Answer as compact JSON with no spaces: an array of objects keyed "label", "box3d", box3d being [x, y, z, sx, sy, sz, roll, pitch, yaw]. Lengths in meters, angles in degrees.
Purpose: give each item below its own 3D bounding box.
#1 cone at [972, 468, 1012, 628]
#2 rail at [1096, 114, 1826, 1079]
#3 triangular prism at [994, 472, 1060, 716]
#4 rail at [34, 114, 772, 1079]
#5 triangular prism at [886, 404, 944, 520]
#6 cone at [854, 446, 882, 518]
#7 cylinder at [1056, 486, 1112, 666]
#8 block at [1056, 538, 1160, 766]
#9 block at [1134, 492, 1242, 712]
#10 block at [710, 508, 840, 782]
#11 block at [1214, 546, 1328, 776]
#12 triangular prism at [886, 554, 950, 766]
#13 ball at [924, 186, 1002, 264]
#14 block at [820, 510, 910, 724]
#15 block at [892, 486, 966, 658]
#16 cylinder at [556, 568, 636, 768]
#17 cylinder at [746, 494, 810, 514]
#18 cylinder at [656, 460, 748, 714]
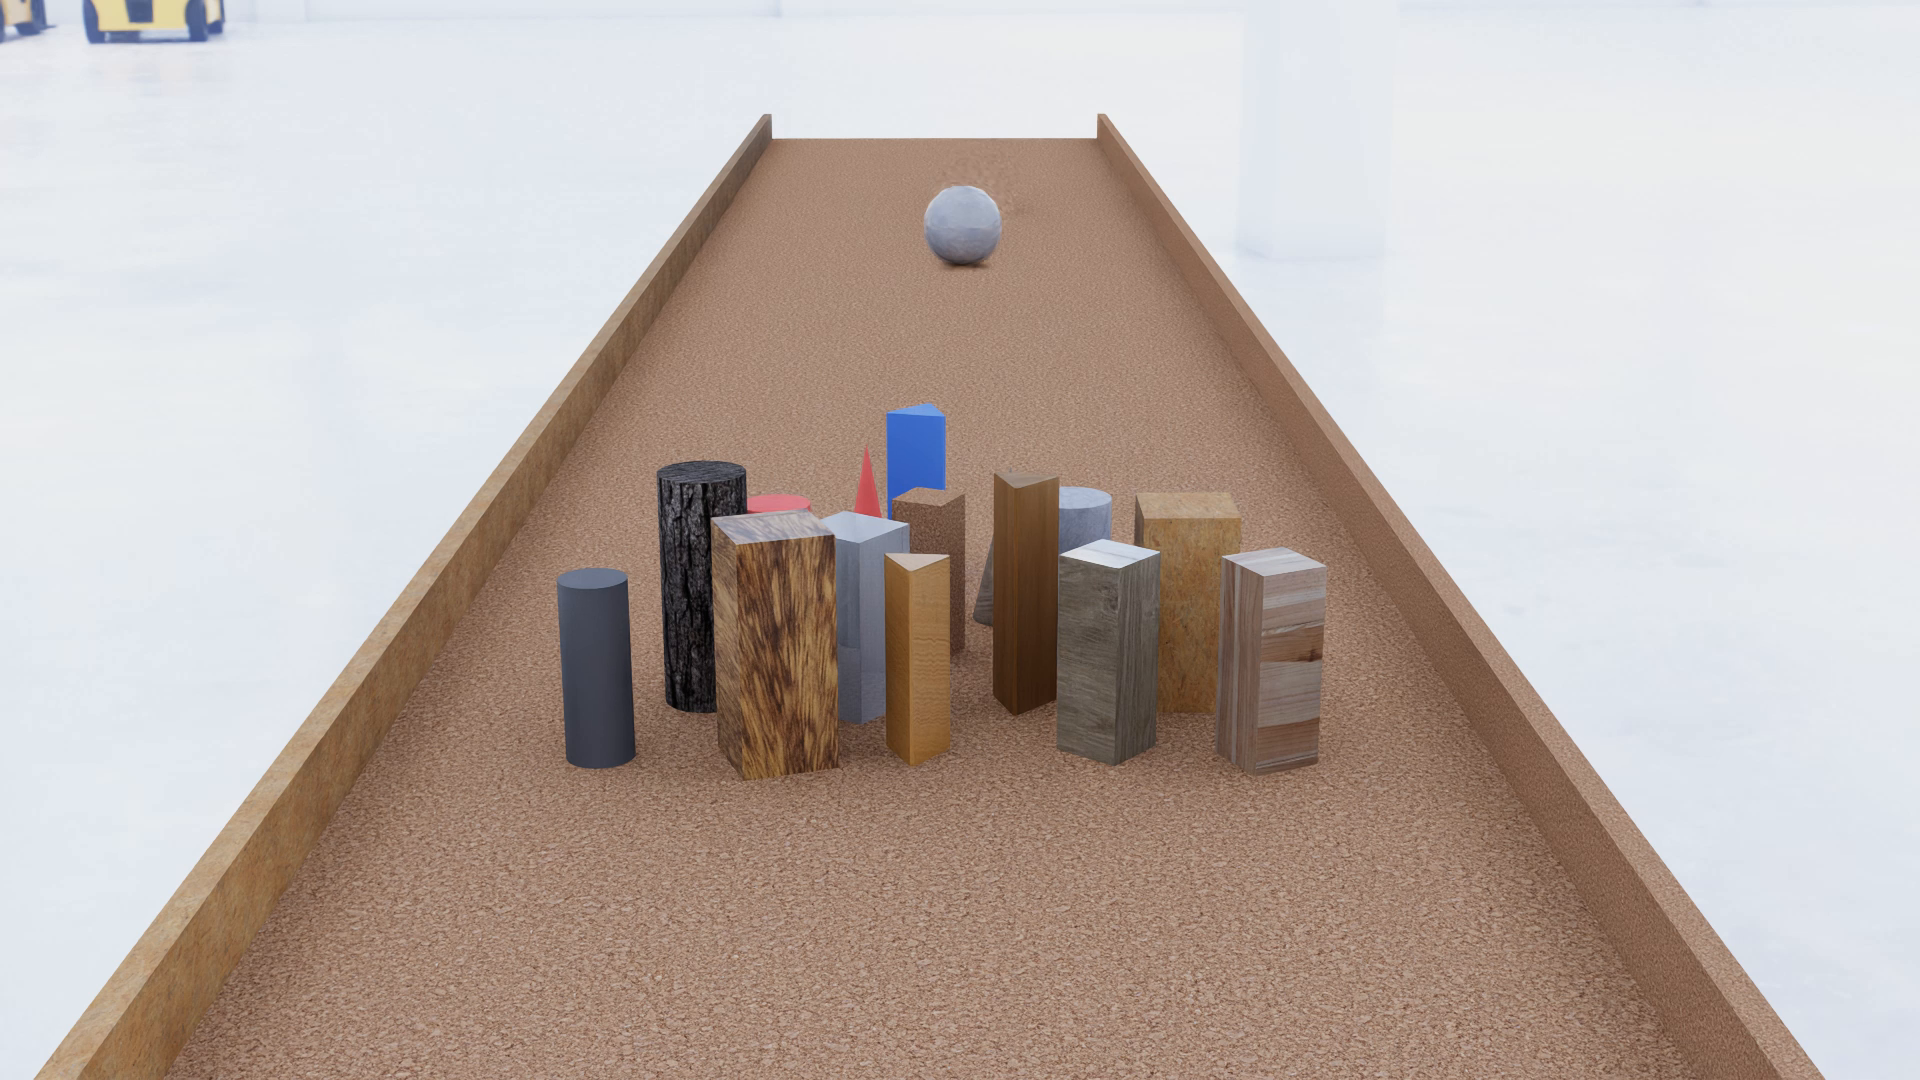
[{"label":"cone","box3d":[0.105,0.004,4.632,0.157,0.332,0.157,0,17,0]},{"label":"rail","box3d":[0.932,-0.844,7.801,0.050,0.150,12.000,0,17,-1]},{"label":"triangular prism","box3d":[0.104,0.095,4.134,0.105,0.441,0.121,14,22,40]},{"label":"rail","box3d":[-1.118,-0.838,7.780,0.050,0.150,12.000,0,17,-1]},{"label":"triangular prism","box3d":[-0.083,-0.105,4.902,0.131,0.386,0.114,4,17,14]},{"label":"cone","box3d":[-0.195,-0.024,4.652,0.142,0.373,0.142,0,17,0]},{"label":"cylinder","box3d":[0.219,0.072,4.408,0.164,0.328,0.164,0,17,0]},{"label":"block","box3d":[0.264,0.199,3.917,0.128,0.366,0.128,13,21,38]},{"label":"block","box3d":[0.425,0.117,4.166,0.178,0.380,0.178,0,17,-1]},{"label":"block","box3d":[-0.325,0.181,3.865,0.175,0.429,0.175,-6,18,-19]},{"label":"block","box3d":[0.545,0.212,3.869,0.131,0.367,0.131,-8,18,-26]},{"label":"triangular prism","box3d":[-0.092,0.205,3.901,0.098,0.362,0.114,11,20,34]},{"label":"ball","box3d":[0.011,-1.290,9.002,0.321,0.321,0.321,0,17,0]},{"label":"block","box3d":[-0.201,0.144,4.126,0.153,0.352,0.153,11,20,34]},{"label":"block","box3d":[-0.062,0.070,4.414,0.109,0.328,0.109,8,18,25]},{"label":"cylinder","box3d":[-0.642,0.226,3.883,0.123,0.333,0.123,0,17,0]},{"label":"cylinder","box3d":[-0.362,0.084,4.375,0.137,0.325,0.137,0,17,0]},{"label":"cylinder","box3d":[-0.480,0.087,4.148,0.166,0.447,0.166,0,17,0]}]
